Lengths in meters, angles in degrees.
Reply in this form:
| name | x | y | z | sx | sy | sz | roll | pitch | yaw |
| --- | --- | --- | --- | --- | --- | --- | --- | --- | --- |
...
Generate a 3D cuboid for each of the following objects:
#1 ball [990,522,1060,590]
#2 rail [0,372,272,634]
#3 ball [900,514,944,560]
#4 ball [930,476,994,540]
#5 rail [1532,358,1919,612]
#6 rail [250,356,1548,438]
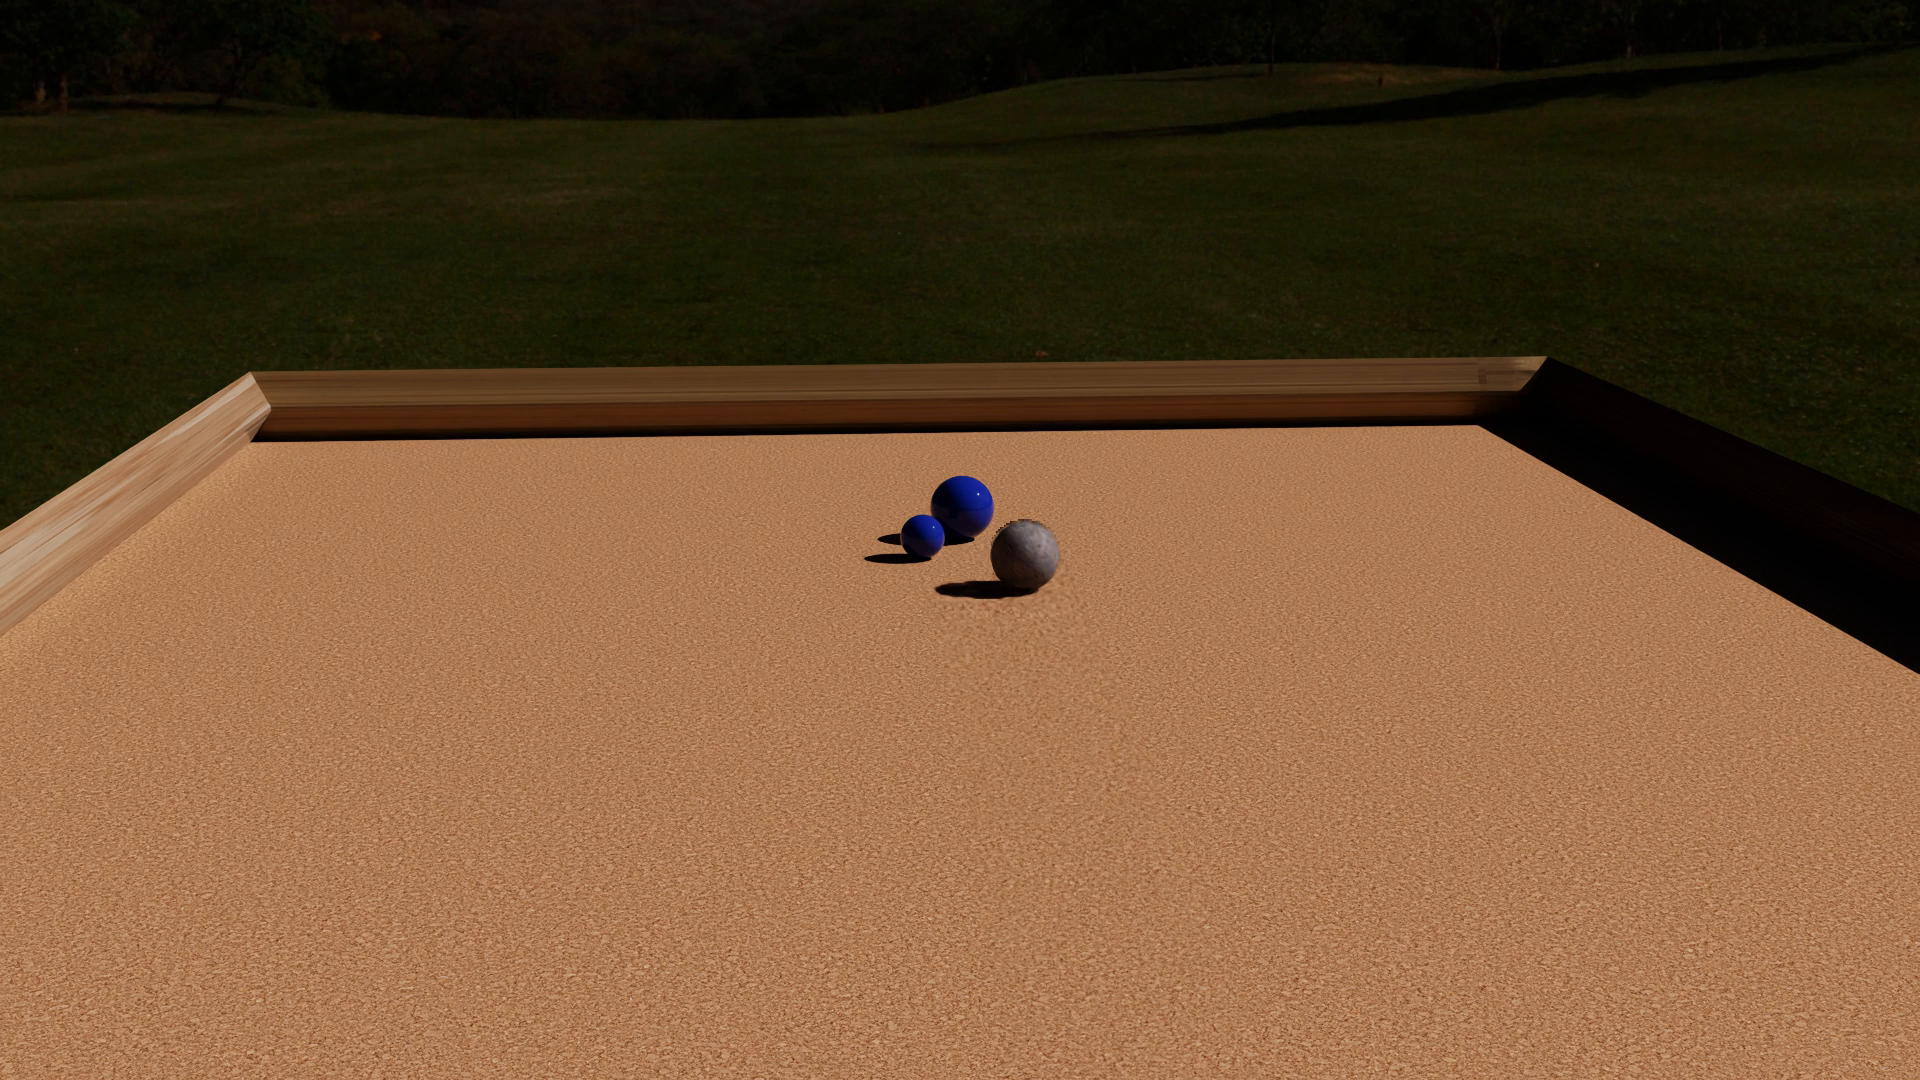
| name | x | y | z | sx | sy | sz | roll | pitch | yaw |
| --- | --- | --- | --- | --- | --- | --- | --- | --- | --- |
| ball | 0.088 | 0.022 | 2.976 | 0.094 | 0.094 | 0.094 | 0 | 13 | 0 |
| rail | -1.115 | 0.248 | 1.923 | 0.045 | 0.125 | 4.443 | -1 | 13 | -4 |
| ball | -0.054 | -0.005 | 3.155 | 0.064 | 0.064 | 0.064 | 0 | 13 | 0 |
| ball | 0.003 | -0.048 | 3.273 | 0.096 | 0.096 | 0.096 | 0 | 13 | 0 |
| rail | 1.291 | 0.205 | 2.110 | 0.045 | 0.125 | 4.443 | -1 | 13 | -4 |
| rail | -0.086 | -0.267 | 4.151 | 2.461 | 0.125 | 0.045 | -1 | 13 | -4 |
